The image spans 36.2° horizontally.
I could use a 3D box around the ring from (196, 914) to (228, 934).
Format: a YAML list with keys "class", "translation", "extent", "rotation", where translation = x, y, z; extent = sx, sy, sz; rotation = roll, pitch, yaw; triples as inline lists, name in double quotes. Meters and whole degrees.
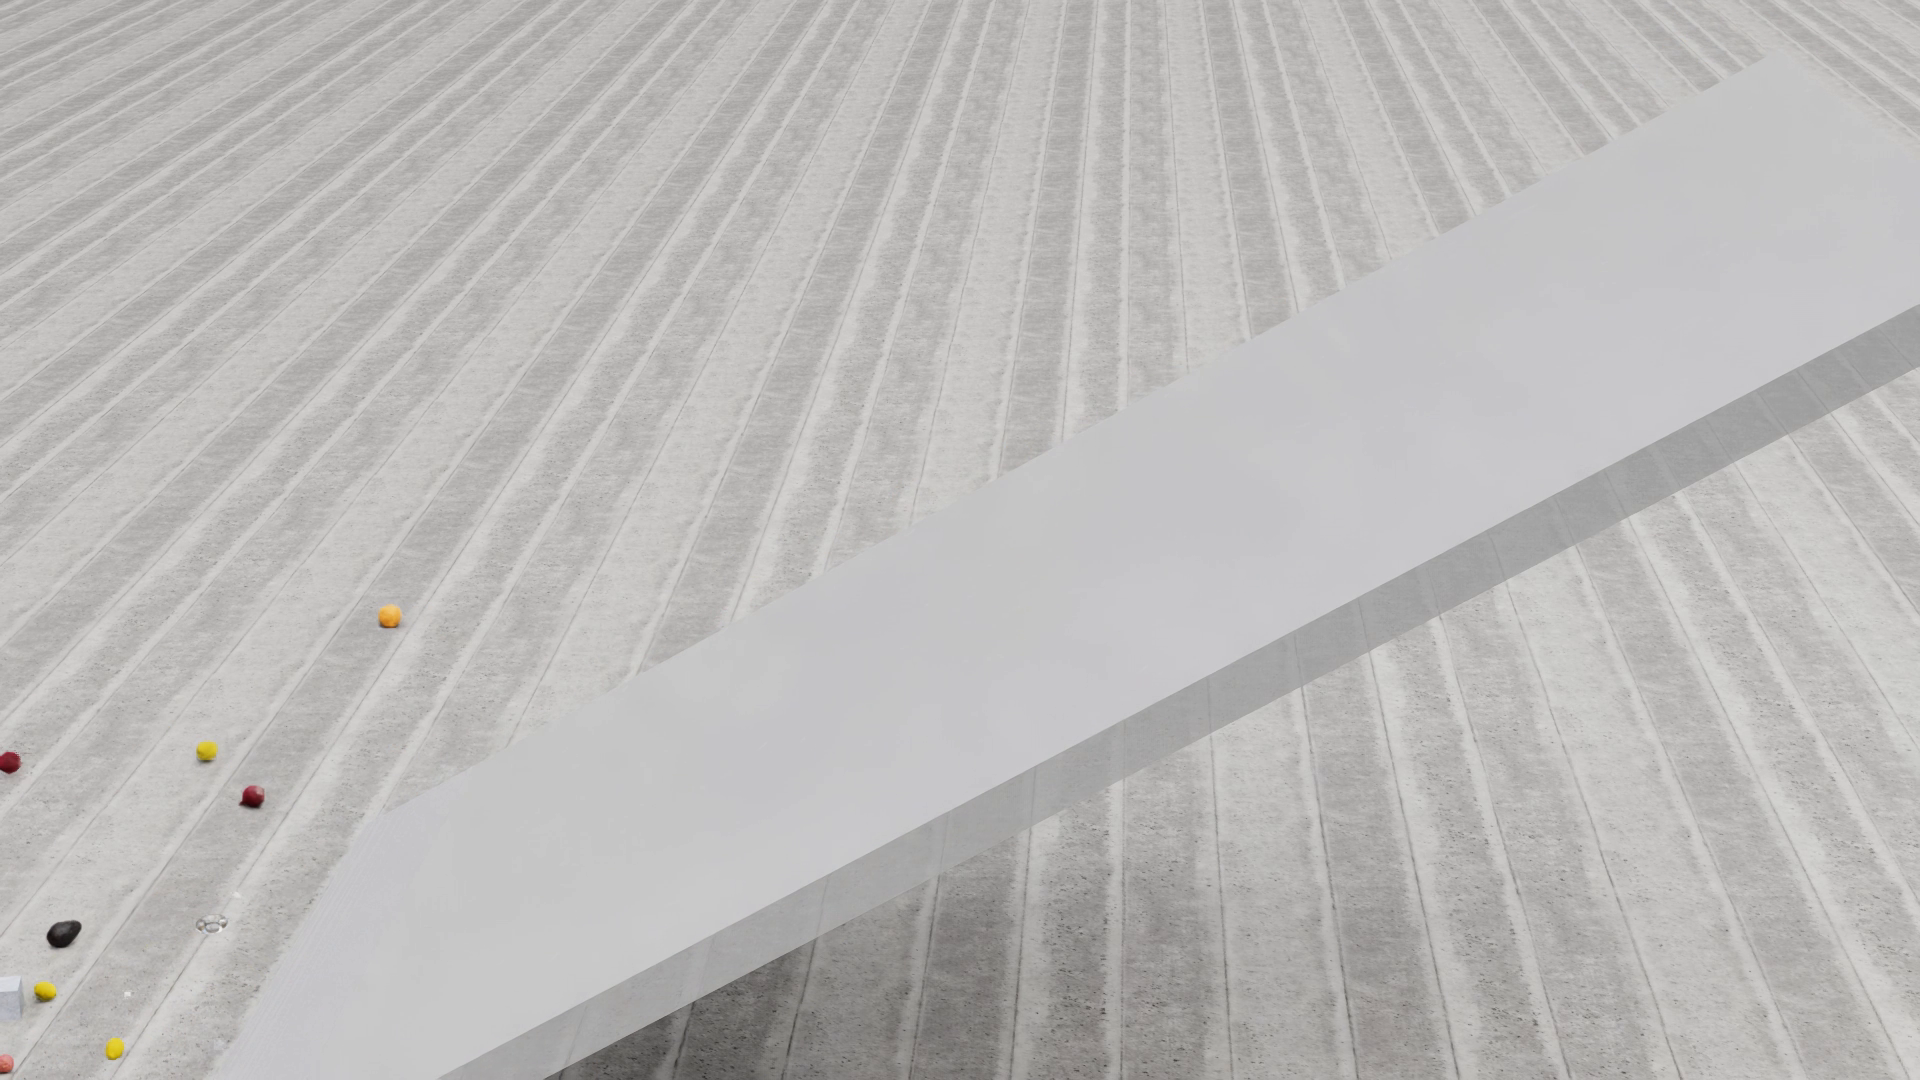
- class: "ring"
  translation: [-1.846, 0.947, 7.258]
  extent: [0.080, 0.027, 0.080]
  rotation: [-1, 18, 0]

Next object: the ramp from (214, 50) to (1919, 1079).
- class: "ramp"
  translation: [0.142, 0.168, 6.286]
  extent: [4.000, 0.100, 2.000]
  rotation: [-29, 15, 12]

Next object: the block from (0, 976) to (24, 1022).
- class: "block"
  translation: [-2.220, 1.066, 6.834]
  extent: [0.075, 0.075, 0.075]
  rotation: [-3, 19, -10]
